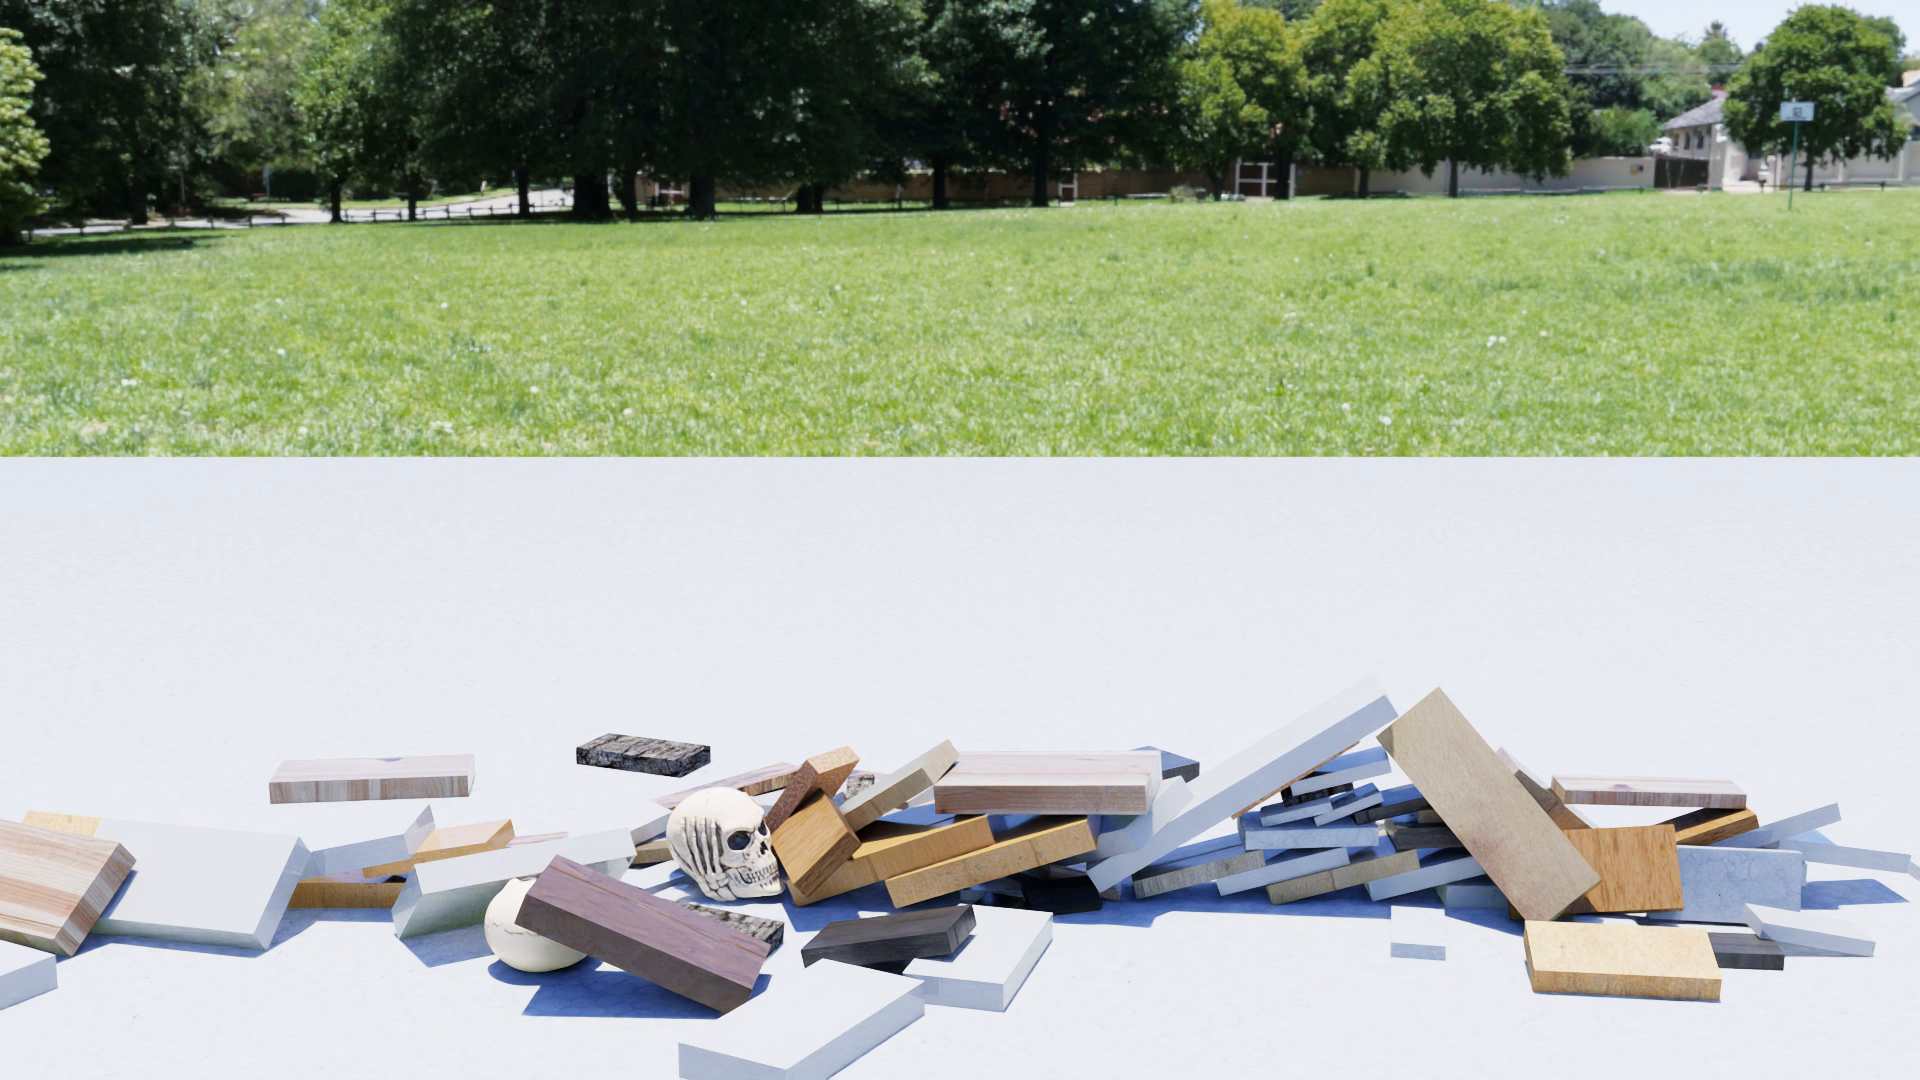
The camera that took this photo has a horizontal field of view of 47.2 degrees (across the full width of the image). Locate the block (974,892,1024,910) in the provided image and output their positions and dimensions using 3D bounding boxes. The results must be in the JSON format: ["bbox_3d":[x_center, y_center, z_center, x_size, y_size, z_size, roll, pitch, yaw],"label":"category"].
[{"bbox_3d":[0.049,0.602,3.557,0.063,0.018,0.125,5,12,25],"label":"block"}]

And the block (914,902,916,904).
[{"bbox_3d":[-0.021,0.563,3.650,0.125,0.018,0.063,-20,11,1],"label":"block"}]

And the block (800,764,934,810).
[{"bbox_3d":[-0.199,0.478,4.160,0.295,0.042,0.148,5,12,24],"label":"block"}]

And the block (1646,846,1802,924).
[{"bbox_3d":[1.227,0.554,3.534,0.232,0.116,0.033,2,-1,8],"label":"block"}]

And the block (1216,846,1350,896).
[{"bbox_3d":[0.530,0.534,3.662,0.218,0.031,0.109,-15,10,2],"label":"block"}]

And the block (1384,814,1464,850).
[{"bbox_3d":[0.840,0.472,3.652,0.248,0.035,0.124,-2,11,1],"label":"block"}]

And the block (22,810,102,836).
[{"bbox_3d":[-1.433,0.533,3.618,0.304,0.043,0.152,3,50,17],"label":"block"}]

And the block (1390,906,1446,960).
[{"bbox_3d":[0.720,0.617,3.457,0.083,0.023,0.166,2,11,11],"label":"block"}]

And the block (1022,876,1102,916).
[{"bbox_3d":[0.166,0.582,3.587,0.120,0.017,0.060,-4,44,-19],"label":"block"}]

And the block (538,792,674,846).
[{"bbox_3d":[-0.621,0.508,3.837,0.111,0.031,0.222,18,26,36],"label":"block"}]

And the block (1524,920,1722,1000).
[{"bbox_3d":[0.987,0.628,3.287,0.266,0.038,0.133,1,23,7],"label":"block"}]

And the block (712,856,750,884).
[{"bbox_3d":[-0.392,0.565,3.764,0.049,0.014,0.098,-2,11,-13],"label":"block"}]

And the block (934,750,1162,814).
[{"bbox_3d":[0.146,0.397,3.610,0.346,0.049,0.173,-2,13,14],"label":"block"}]

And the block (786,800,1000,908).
[{"bbox_3d":[-0.108,0.505,3.656,0.347,0.049,0.173,-19,11,8],"label":"block"}]

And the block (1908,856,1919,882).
[{"bbox_3d":[1.713,0.564,3.739,0.176,0.025,0.088,0,11,-2],"label":"block"}]

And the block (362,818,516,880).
[{"bbox_3d":[-0.855,0.506,3.605,0.222,0.031,0.111,-10,11,12],"label":"block"}]

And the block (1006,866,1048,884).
[{"bbox_3d":[0.115,0.557,3.666,0.120,0.017,0.060,22,11,-8],"label":"block"}]

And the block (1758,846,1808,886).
[{"bbox_3d":[1.249,0.535,3.655,0.267,0.038,0.134,0,11,0],"label":"block"}]

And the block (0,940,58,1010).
[{"bbox_3d":[-1.540,0.638,3.273,0.359,0.051,0.180,6,12,29],"label":"block"}]

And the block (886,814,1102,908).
[{"bbox_3d":[0.058,0.503,3.622,0.346,0.049,0.173,-18,11,11],"label":"block"}]

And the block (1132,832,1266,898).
[{"bbox_3d":[0.393,0.538,3.660,0.218,0.031,0.109,-15,10,2],"label":"block"}]

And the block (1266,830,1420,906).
[{"bbox_3d":[0.630,0.542,3.664,0.248,0.035,0.124,-14,10,3],"label":"block"}]

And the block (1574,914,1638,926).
[{"bbox_3d":[1.025,0.623,3.423,0.085,0.024,0.170,-1,11,-3],"label":"block"}]

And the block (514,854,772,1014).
[{"bbox_3d":[-0.462,0.580,3.230,0.351,0.050,0.175,23,11,0],"label":"block"}]

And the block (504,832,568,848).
[{"bbox_3d":[-0.765,0.526,3.644,0.222,0.031,0.111,-5,11,-3],"label":"block"}]

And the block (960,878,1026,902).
[{"bbox_3d":[0.065,0.582,3.664,0.125,0.018,0.063,0,11,3],"label":"block"}]

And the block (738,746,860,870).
[{"bbox_3d":[-0.276,0.460,3.772,0.034,0.241,0.121,45,27,20],"label":"block"}]

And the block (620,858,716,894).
[{"bbox_3d":[-0.498,0.571,3.711,0.078,0.022,0.156,9,14,41],"label":"block"}]

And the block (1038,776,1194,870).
[{"bbox_3d":[0.242,0.479,3.685,0.153,0.043,0.305,-37,8,-36],"label":"block"}]

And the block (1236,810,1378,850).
[{"bbox_3d":[0.576,0.479,3.650,0.218,0.031,0.109,-2,11,0],"label":"block"}]

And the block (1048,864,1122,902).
[{"bbox_3d":[0.207,0.569,3.658,0.120,0.017,0.060,13,11,-1],"label":"block"}]

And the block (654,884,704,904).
[{"bbox_3d":[-0.475,0.591,3.627,0.049,0.014,0.098,7,13,35],"label":"block"}]

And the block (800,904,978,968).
[{"bbox_3d":[-0.108,0.604,3.341,0.241,0.034,0.121,-11,7,20],"label":"block"}]

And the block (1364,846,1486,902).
[{"bbox_3d":[0.794,0.535,3.663,0.248,0.035,0.124,-14,10,3],"label":"block"}]

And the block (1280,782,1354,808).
[{"bbox_3d":[0.591,0.413,3.648,0.117,0.017,0.059,-15,9,4],"label":"block"}]
